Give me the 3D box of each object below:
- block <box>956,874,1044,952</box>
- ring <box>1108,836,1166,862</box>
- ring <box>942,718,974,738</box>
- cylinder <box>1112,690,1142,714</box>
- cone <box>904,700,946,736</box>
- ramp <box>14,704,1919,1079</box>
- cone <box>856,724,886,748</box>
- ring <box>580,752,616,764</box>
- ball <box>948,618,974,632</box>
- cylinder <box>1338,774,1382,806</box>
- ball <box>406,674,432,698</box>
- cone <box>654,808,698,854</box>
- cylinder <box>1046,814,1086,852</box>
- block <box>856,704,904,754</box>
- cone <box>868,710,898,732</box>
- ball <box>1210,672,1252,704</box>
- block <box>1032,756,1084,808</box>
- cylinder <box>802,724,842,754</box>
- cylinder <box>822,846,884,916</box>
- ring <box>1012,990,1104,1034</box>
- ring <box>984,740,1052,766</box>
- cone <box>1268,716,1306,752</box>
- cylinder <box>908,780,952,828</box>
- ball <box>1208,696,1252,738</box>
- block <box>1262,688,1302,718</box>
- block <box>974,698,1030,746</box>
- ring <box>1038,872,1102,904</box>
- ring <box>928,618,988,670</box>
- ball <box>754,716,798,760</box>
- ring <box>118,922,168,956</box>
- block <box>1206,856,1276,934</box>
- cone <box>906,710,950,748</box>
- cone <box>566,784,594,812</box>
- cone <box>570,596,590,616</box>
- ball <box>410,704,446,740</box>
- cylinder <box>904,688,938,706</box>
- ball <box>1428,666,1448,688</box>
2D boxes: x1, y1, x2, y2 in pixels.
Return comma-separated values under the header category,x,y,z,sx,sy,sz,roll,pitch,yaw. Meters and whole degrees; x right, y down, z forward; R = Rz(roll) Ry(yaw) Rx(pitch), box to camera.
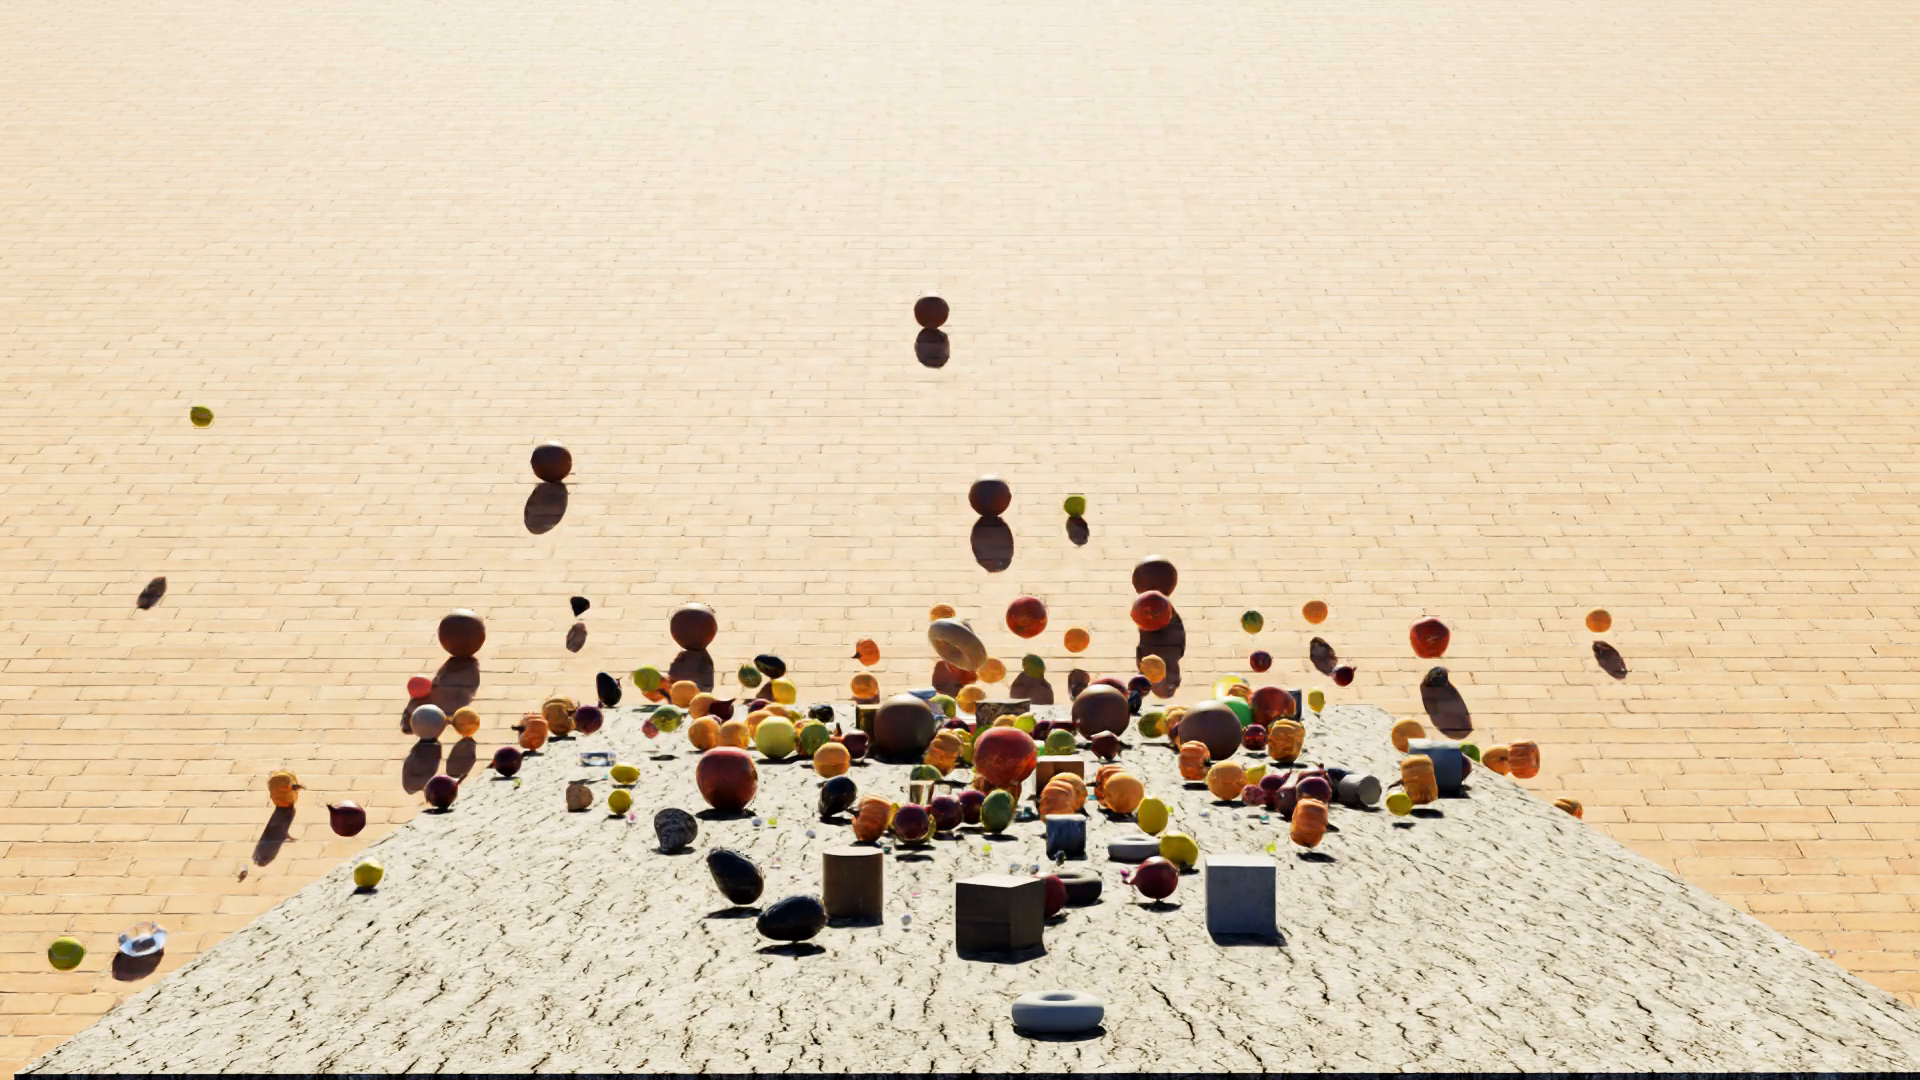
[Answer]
category,x,y,z,sx,sy,sz,roll,pitch,yaw
block,0.050,0.470,3.256,0.081,0.081,0.081,1,2,32
ring,0.272,0.475,3.976,0.092,0.031,0.092,0,3,0
ring,0.017,0.422,5.793,0.114,0.038,0.114,-1,3,0
cylinder,0.407,0.396,6.309,0.053,0.053,0.053,-1,23,-28
cone,-0.090,0.420,5.740,0.097,0.097,0.097,5,25,11
ramp,0.058,0.524,4.562,2.000,0.100,4.000,0,2,0
cone,-0.203,0.434,5.549,0.060,0.060,0.060,22,34,38
ring,-0.736,0.443,5.245,0.076,0.025,0.076,0,-2,0
ball,-0.011,0.259,6.992,0.100,0.100,0.100,0,25,0
cylinder,0.711,0.444,4.586,0.053,0.053,0.053,-17,7,-32
ball,-1.419,0.384,6.769,0.066,0.066,0.066,0,25,0
cone,-0.456,0.472,4.055,0.073,0.073,0.073,4,29,9
cylinder,0.165,0.459,4.030,0.059,0.059,0.059,0,25,0
block,-0.170,0.401,5.490,0.096,0.096,0.096,0,2,-7
cone,-0.167,0.404,5.861,0.062,0.062,0.062,-31,30,-1
ball,0.666,0.375,6.340,0.099,0.099,0.099,0,25,0
block,0.175,0.431,4.597,0.084,0.084,0.084,0,2,-4
cylinder,-0.291,0.420,5.455,0.060,0.060,0.060,24,17,40
cylinder,-0.146,0.462,3.495,0.083,0.083,0.083,0,1,0
ring,0.105,0.507,2.773,0.100,0.033,0.100,-1,0,0
ring,0.118,0.433,5.245,0.136,0.045,0.136,0,3,0
cone,0.694,0.430,5.503,0.080,0.080,0.080,5,29,10
cylinder,-0.051,0.444,4.342,0.072,0.072,0.072,0,2,0
ball,0.600,0.393,5.717,0.096,0.096,0.096,0,25,0
block,0.776,0.394,6.223,0.067,0.067,0.067,2,2,45
block,0.094,0.398,5.634,0.094,0.094,0.094,1,2,23
ring,0.150,0.485,3.597,0.100,0.033,0.100,-1,2,0
ring,-0.005,0.224,5.503,0.144,0.144,0.048,19,60,35
ball,-0.381,0.409,5.334,0.088,0.088,0.088,0,25,0
ring,-1.821,0.889,5.745,0.107,0.036,0.107,-1,25,0
block,0.366,0.463,3.372,0.088,0.088,0.088,0,2,4
cone,-0.059,0.392,5.535,0.087,0.087,0.087,-18,30,-20
cone,-0.678,0.464,4.531,0.052,0.052,0.052,6,30,12
cone,-1.062,0.196,7.165,0.057,0.057,0.057,3,43,7
ball,-1.355,0.464,6.572,0.091,0.091,0.091,0,25,0
cylinder,-0.094,0.392,6.263,0.063,0.063,0.063,-4,25,-22
ball,1.266,0.362,6.829,0.055,0.055,0.055,0,25,0
